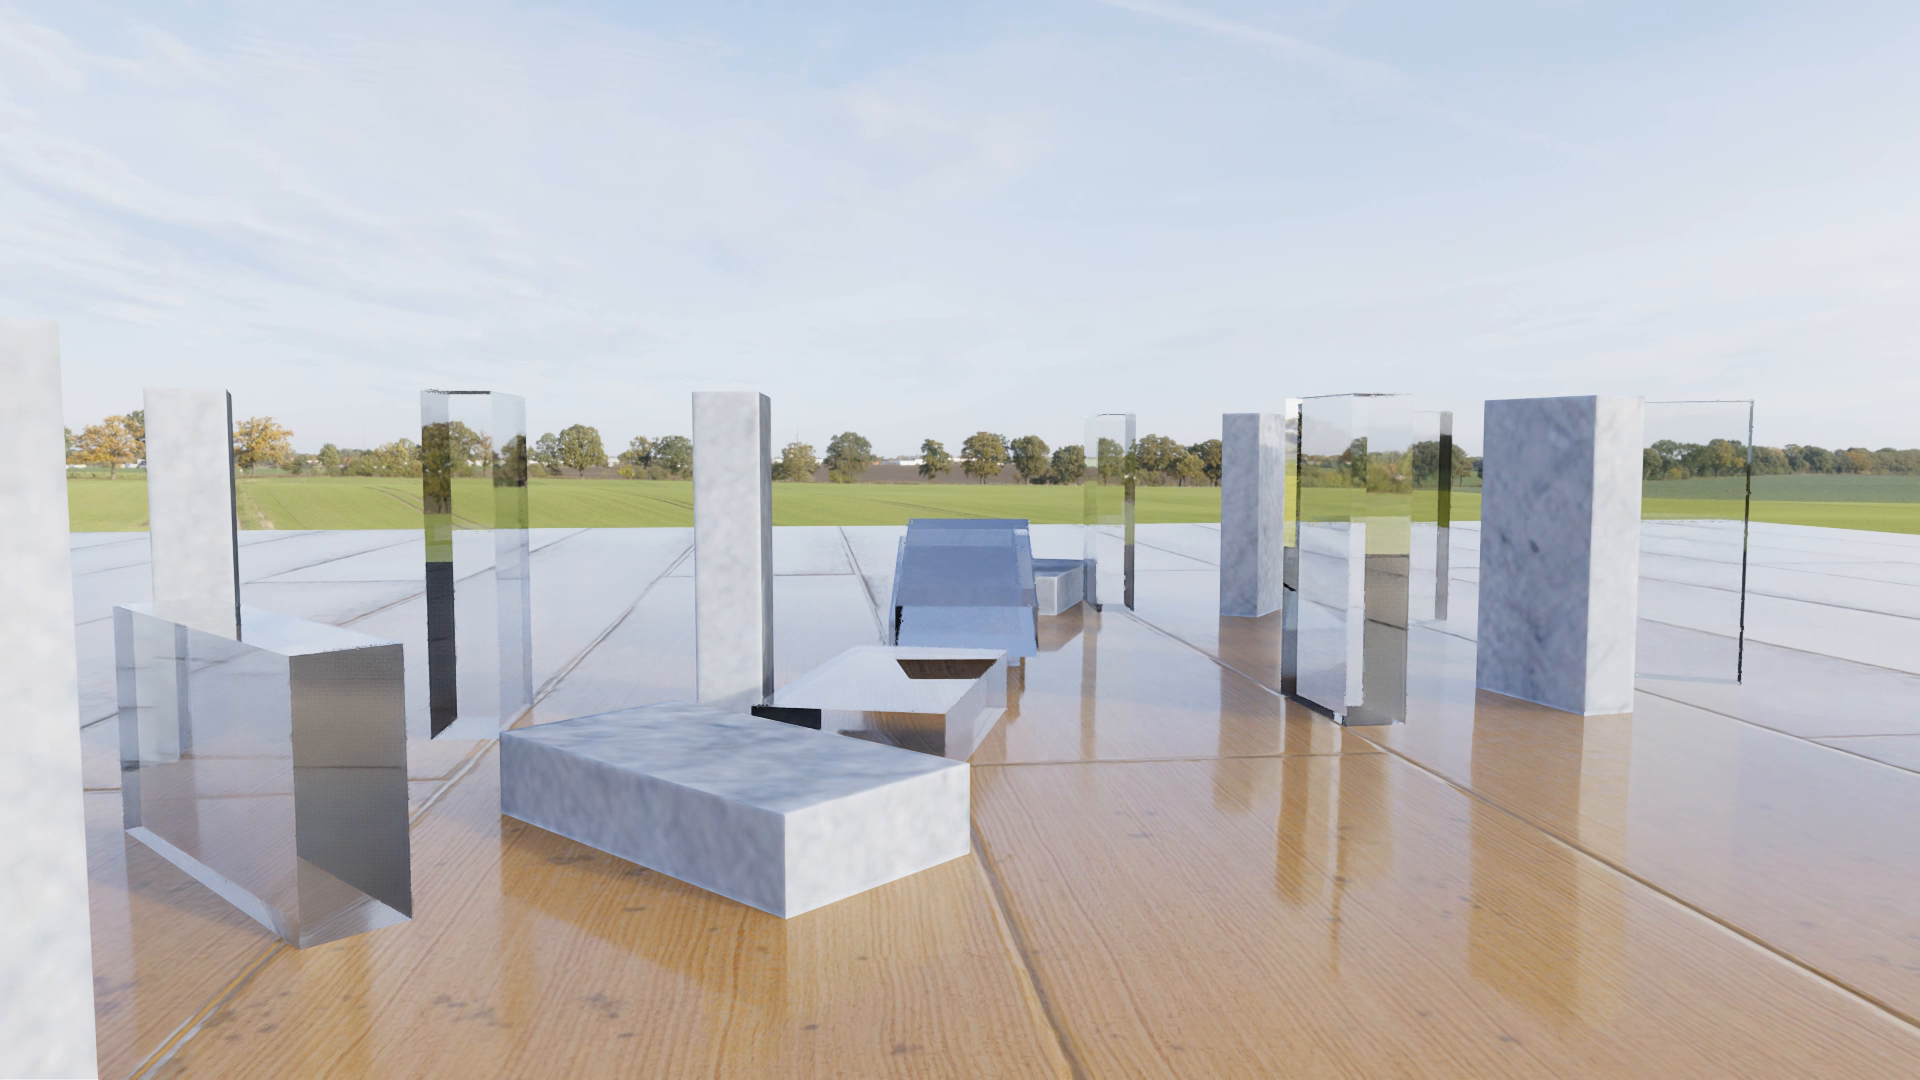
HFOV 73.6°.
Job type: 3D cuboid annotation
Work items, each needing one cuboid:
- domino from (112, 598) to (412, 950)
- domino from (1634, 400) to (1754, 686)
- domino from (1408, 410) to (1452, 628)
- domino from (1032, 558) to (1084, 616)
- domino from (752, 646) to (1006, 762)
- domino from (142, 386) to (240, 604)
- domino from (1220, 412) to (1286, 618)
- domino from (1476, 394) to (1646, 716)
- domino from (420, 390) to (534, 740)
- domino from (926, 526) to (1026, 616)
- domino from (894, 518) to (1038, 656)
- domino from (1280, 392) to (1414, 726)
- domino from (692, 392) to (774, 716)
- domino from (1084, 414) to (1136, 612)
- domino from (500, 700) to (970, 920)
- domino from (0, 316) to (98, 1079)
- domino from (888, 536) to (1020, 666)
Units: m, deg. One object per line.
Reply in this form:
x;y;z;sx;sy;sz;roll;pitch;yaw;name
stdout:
-0.071;0.021;0.127;0.050;0.025;0.009;4;6;42;domino
0.129;0.000;0.234;0.025;0.050;0.009;2;5;26;domino
0.105;-0.005;0.302;0.025;0.050;0.010;-4;6;-44;domino
0.019;0.012;0.346;0.025;0.009;0.050;1;4;16;domino
-0.009;0.024;0.184;0.025;0.010;0.050;1;4;11;domino
-0.110;0.004;0.184;0.009;0.050;0.025;-2;5;-28;domino
0.075;-0.007;0.326;0.010;0.050;0.025;3;5;30;domino
0.099;0.002;0.212;0.009;0.050;0.025;-1;4;-17;domino
-0.073;0.003;0.195;0.009;0.050;0.025;-1;4;-8;domino
0.003;0.009;0.307;0.025;0.010;0.050;0;18;5;domino
0.001;0.008;0.249;0.025;0.010;0.050;0;19;1;domino
0.061;0.002;0.205;0.009;0.050;0.025;-1;4;-9;domino
-0.035;0.003;0.199;0.009;0.050;0.025;0;4;-4;domino
0.039;-0.008;0.336;0.009;0.050;0.025;0;4;-3;domino
-0.026;0.027;0.140;0.050;0.010;0.025;4;6;42;domino
-0.064;0.012;0.071;0.009;0.050;0.025;2;5;22;domino
-0.001;0.012;0.268;0.025;0.010;0.050;0;19;0;domino
